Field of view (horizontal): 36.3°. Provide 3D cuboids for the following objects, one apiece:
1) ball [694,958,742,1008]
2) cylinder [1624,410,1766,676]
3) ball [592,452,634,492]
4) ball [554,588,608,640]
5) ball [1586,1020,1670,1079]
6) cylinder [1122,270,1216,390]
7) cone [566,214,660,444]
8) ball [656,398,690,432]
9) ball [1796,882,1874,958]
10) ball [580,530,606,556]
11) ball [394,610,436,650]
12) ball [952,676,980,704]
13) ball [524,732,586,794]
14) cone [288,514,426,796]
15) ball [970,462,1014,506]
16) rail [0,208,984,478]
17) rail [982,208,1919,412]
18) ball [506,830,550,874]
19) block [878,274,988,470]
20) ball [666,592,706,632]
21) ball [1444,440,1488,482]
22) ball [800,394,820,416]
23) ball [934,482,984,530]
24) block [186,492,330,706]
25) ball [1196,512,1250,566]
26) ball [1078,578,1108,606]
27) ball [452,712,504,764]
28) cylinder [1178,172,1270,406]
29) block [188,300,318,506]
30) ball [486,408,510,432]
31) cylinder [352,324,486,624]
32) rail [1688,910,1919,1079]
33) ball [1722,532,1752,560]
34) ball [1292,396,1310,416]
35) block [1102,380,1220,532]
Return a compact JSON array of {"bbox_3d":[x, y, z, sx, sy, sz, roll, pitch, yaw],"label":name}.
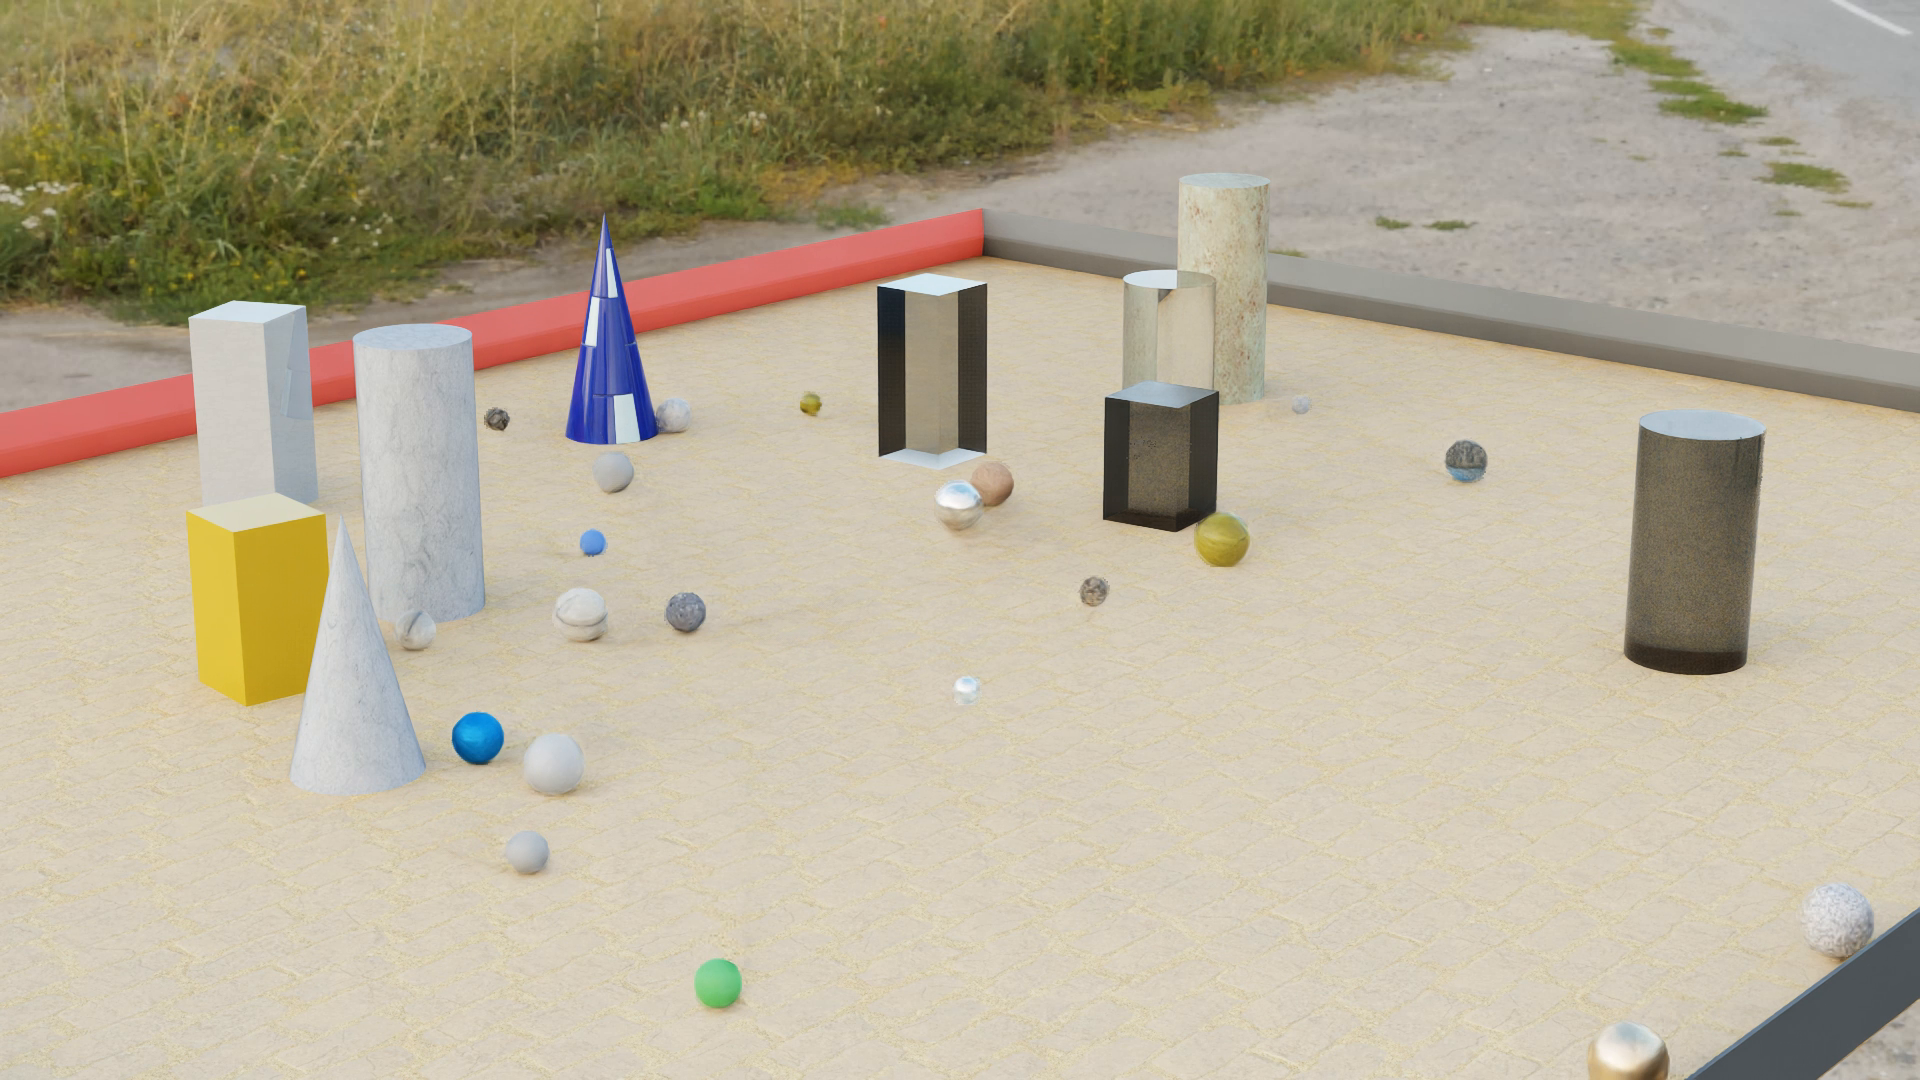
[{"bbox_3d":[-0.294,0.538,3.564,0.059,0.059,0.059,0,17,0],"label":"ball"},{"bbox_3d":[1.193,0.002,4.768,0.198,0.392,0.198,0,17,0],"label":"cylinder"},{"bbox_3d":[-0.681,-0.133,5.756,0.080,0.080,0.080,0,17,0],"label":"ball"},{"bbox_3d":[-0.632,0.124,4.889,0.089,0.089,0.089,0,17,0],"label":"ball"},{"bbox_3d":[0.758,0.592,3.328,0.092,0.092,0.092,0,17,0],"label":"ball"},{"bbox_3d":[0.447,-0.411,6.295,0.198,0.302,0.198,0,17,0],"label":"cylinder"},{"bbox_3d":[-0.737,-0.454,6.141,0.198,0.473,0.198,0,17,0],"label":"cone"},{"bbox_3d":[-0.607,-0.265,6.204,0.075,0.075,0.075,0,17,0],"label":"ball"},{"bbox_3d":[1.104,0.479,3.699,0.095,0.095,0.095,0,17,0],"label":"ball"},{"bbox_3d":[-0.672,0.004,5.358,0.047,0.047,0.047,0,17,0],"label":"ball"},{"bbox_3d":[-0.902,0.148,4.847,0.067,0.067,0.067,0,17,0],"label":"ball"},{"bbox_3d":[0.010,0.235,4.597,0.043,0.043,0.043,0,17,0],"label":"ball"},{"bbox_3d":[-0.585,0.323,4.228,0.089,0.089,0.089,0,17,0],"label":"ball"},{"bbox_3d":[-0.889,0.150,4.269,0.198,0.396,0.198,0,17,0],"label":"cone"},{"bbox_3d":[0.062,-0.109,5.670,0.084,0.084,0.084,0,17,0],"label":"ball"},{"bbox_3d":[-1.454,-0.332,6.329,0.045,0.129,4.674,14,22,39],"label":"rail"},{"bbox_3d":[1.517,-0.472,6.792,3.898,0.129,0.045,14,22,39],"label":"rail"},{"bbox_3d":[-0.584,0.421,3.957,0.058,0.058,0.058,0,17,0],"label":"ball"},{"bbox_3d":[-0.056,-0.345,5.979,0.159,0.359,0.159,13,21,36],"label":"block"},{"bbox_3d":[-0.461,0.121,4.935,0.068,0.068,0.068,0,17,0],"label":"ball"},{"bbox_3d":[1.007,-0.158,5.831,0.085,0.085,0.085,0,17,0],"label":"ball"},{"bbox_3d":[-0.325,-0.294,6.348,0.048,0.048,0.048,0,17,0],"label":"ball"},{"bbox_3d":[-0.001,-0.065,5.511,0.091,0.091,0.091,0,17,0],"label":"ball"},{"bbox_3d":[-1.108,0.092,4.653,0.159,0.285,0.159,-14,22,-38],"label":"block"},{"bbox_3d":[0.475,-0.002,5.289,0.099,0.099,0.099,0,17,0],"label":"ball"},{"bbox_3d":[0.230,0.089,5.070,0.050,0.050,0.050,0,17,0],"label":"ball"},{"bbox_3d":[-0.715,0.293,4.349,0.077,0.077,0.077,0,17,0],"label":"ball"},{"bbox_3d":[0.577,-0.554,6.461,0.198,0.480,0.198,0,17,0],"label":"cylinder"},{"bbox_3d":[-1.351,-0.249,5.617,0.159,0.384,0.159,5,18,17],"label":"block"},{"bbox_3d":[-0.979,-0.254,6.213,0.048,0.048,0.048,0,17,0],"label":"ball"},{"bbox_3d":[-0.921,-0.114,5.005,0.198,0.478,0.198,0,17,0],"label":"cylinder"},{"bbox_3d":[1.454,0.396,3.911,0.045,0.129,4.674,14,22,39],"label":"rail"},{"bbox_3d":[1.413,0.011,5.327,0.052,0.052,0.052,0,17,0],"label":"ball"},{"bbox_3d":[0.739,-0.291,6.348,0.041,0.041,0.041,0,17,0],"label":"ball"},{"bbox_3d":[0.382,-0.161,5.570,0.159,0.241,0.159,11,20,32],"label":"block"}]
